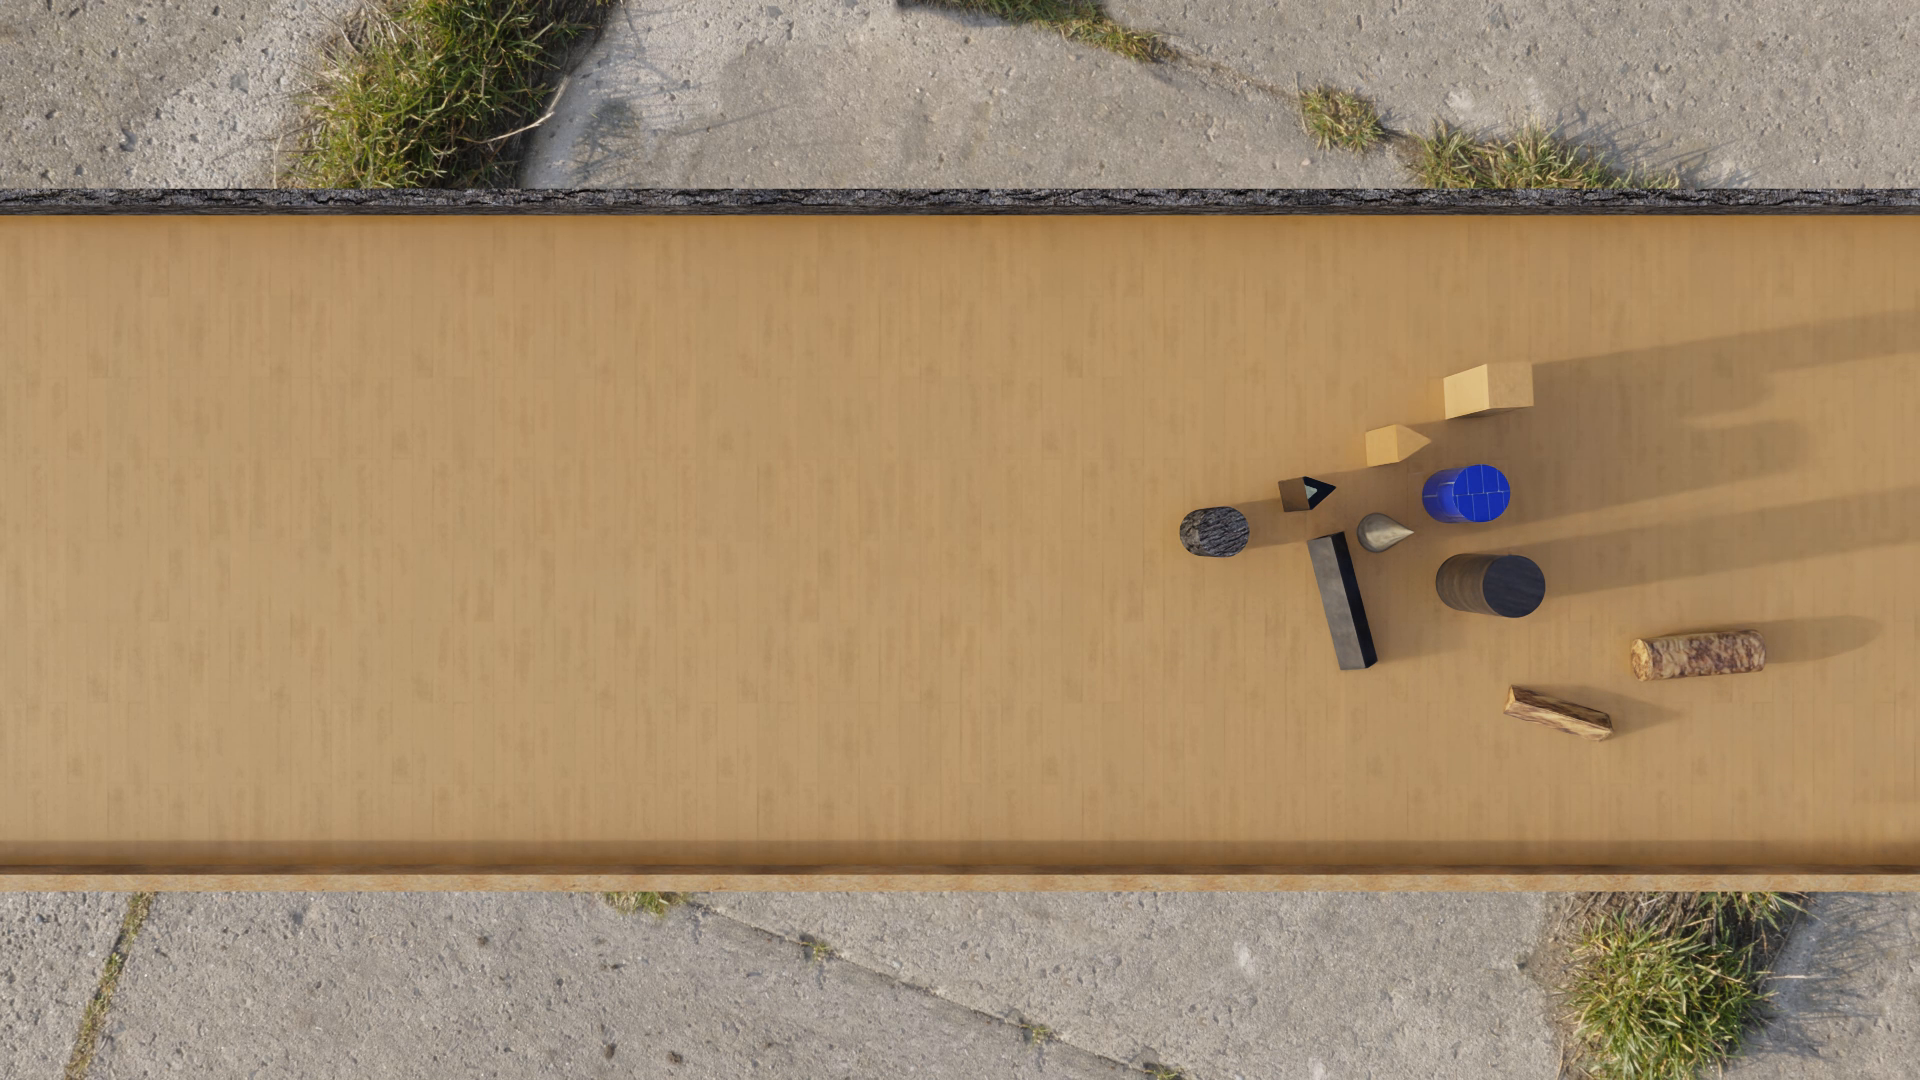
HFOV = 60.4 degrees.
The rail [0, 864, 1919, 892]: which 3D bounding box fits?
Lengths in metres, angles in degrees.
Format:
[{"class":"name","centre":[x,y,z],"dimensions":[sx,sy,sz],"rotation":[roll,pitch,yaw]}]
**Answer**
[{"class":"rail","centre":[-2.247,1.025,5.001],"dimensions":[12.000,0.150,0.050],"rotation":[0,90,0]}]

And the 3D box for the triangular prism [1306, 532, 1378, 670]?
[{"class":"triangular prism","centre":[1.174,0.188,5.023],"dimensions":[0.116,0.101,0.413],"rotation":[-15,90,0]}]

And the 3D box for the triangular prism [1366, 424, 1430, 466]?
[{"class":"triangular prism","centre":[1.276,-0.294,4.899],"dimensions":[0.109,0.355,0.094],"rotation":[-33,90,0]}]

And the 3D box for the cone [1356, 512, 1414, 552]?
[{"class":"cone","centre":[1.282,-0.022,4.864],"dimensions":[0.123,0.425,0.123],"rotation":[0,90,0]}]

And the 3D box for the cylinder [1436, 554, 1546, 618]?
[{"class":"cylinder","centre":[1.552,0.130,4.848],"dimensions":[0.177,0.457,0.177],"rotation":[0,90,0]}]

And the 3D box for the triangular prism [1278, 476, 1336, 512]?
[{"class":"triangular prism","centre":[1.008,-0.149,4.889],"dimensions":[0.097,0.374,0.084],"rotation":[-42,90,0]}]

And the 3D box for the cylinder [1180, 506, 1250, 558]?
[{"class":"cylinder","centre":[0.748,-0.023,4.876],"dimensions":[0.145,0.401,0.145],"rotation":[0,90,0]}]

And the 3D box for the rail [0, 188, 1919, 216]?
[{"class":"rail","centre":[-2.247,-1.025,5.002],"dimensions":[12.000,0.150,0.050],"rotation":[0,90,0]}]

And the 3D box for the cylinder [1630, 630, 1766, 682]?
[{"class":"cylinder","centre":[2.242,0.350,5.012],"dimensions":[0.354,0.130,0.130],"rotation":[-5,90,0]}]

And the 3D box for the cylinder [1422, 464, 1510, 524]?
[{"class":"cylinder","centre":[1.505,-0.135,4.919],"dimensions":[0.167,0.316,0.167],"rotation":[0,90,0]}]

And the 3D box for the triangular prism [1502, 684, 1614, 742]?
[{"class":"triangular prism","centre":[1.830,0.534,5.035],"dimensions":[0.312,0.079,0.091],"rotation":[17,90,0]}]

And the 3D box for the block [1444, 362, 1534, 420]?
[{"class":"block","centre":[1.555,-0.438,4.869],"dimensions":[0.127,0.415,0.127],"rotation":[-3,90,0]}]
